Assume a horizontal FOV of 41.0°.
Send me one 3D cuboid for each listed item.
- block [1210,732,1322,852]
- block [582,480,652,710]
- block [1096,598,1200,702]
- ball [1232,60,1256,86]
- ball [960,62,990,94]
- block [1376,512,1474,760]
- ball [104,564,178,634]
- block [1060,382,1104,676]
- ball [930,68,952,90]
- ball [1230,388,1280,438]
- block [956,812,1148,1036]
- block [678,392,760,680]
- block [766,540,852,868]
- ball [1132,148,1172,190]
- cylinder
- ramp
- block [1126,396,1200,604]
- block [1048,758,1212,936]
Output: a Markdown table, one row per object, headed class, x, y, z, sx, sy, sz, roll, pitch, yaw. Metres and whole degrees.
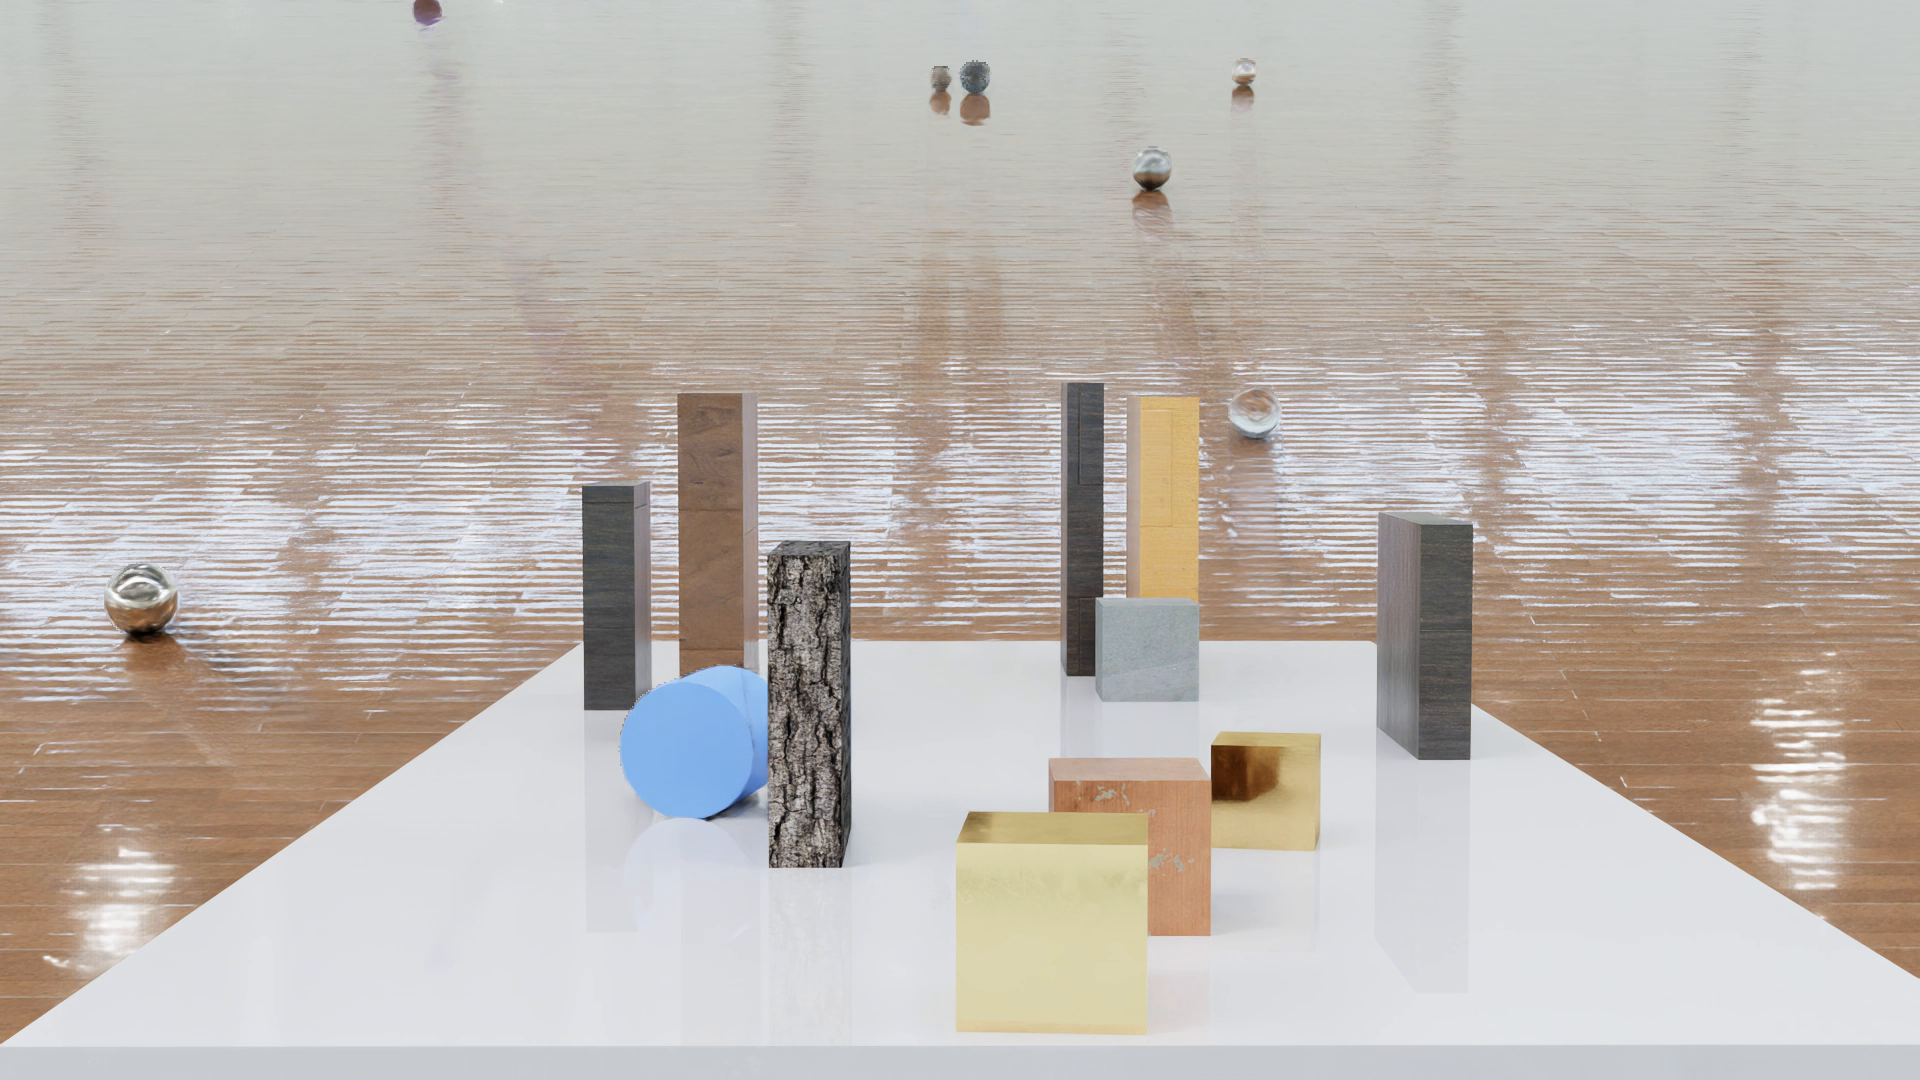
| class | x | y | z | sx | sy | sz | roll | pitch | yaw |
| --- | --- | --- | --- | --- | --- | --- | --- | --- | --- |
| block | 0.438 | 0.357 | 3.668 | 0.146 | 0.146 | 0.146 | 1 | 4 | 11 |
| block | -0.702 | 0.109 | 5.269 | 0.104 | 0.450 | 0.277 | 0 | 3 | 0 |
| block | 0.390 | 0.228 | 5.372 | 0.199 | 0.199 | 0.199 | 0 | 3 | -1 |
| ball | 1.588 | -2.616 | 14.381 | 0.139 | 0.139 | 0.139 | 0 | 20 | 0 |
| ball | 0.084 | -2.544 | 14.146 | 0.168 | 0.168 | 0.168 | 0 | 20 | 0 |
| block | 0.840 | 0.164 | 4.668 | 0.091 | 0.410 | 0.445 | 0 | 3 | 0 |
| ball | -2.169 | 0.158 | 6.807 | 0.186 | 0.186 | 0.186 | 0 | 20 | 0 |
| block | 0.279 | -0.033 | 5.892 | 0.082 | 0.656 | 0.344 | 0 | 3 | 0 |
| ball | -0.109 | -2.559 | 14.251 | 0.122 | 0.122 | 0.122 | 0 | 20 | 0 |
| ball | 0.963 | -0.414 | 8.387 | 0.162 | 0.162 | 0.162 | 0 | 20 | 0 |
| block | 0.099 | 0.394 | 2.670 | 0.192 | 0.192 | 0.192 | 0 | 3 | 4 |
| block | -0.444 | 0.046 | 4.754 | 0.116 | 0.636 | 0.350 | 0 | 3 | 0 |
| block | -0.209 | 0.222 | 3.616 | 0.099 | 0.423 | 0.329 | 0 | 3 | 0 |
| ball | 0.886 | -1.717 | 11.881 | 0.186 | 0.186 | 0.186 | 0 | 20 | 0 |
| cylinder | -0.389 | 0.310 | 3.957 | 0.208 | 0.208 | 0.208 | 4 | 5 | 12 |
| ramp | 0.047 | 0.428 | 4.533 | 2.000 | 0.100 | 4.000 | 0 | 3 | 0 |
| block | 0.444 | -0.004 | 5.681 | 0.124 | 0.624 | 0.443 | 0 | 3 | 0 |
| block | 0.203 | 0.370 | 3.122 | 0.185 | 0.185 | 0.185 | 0 | 3 | 0 |
